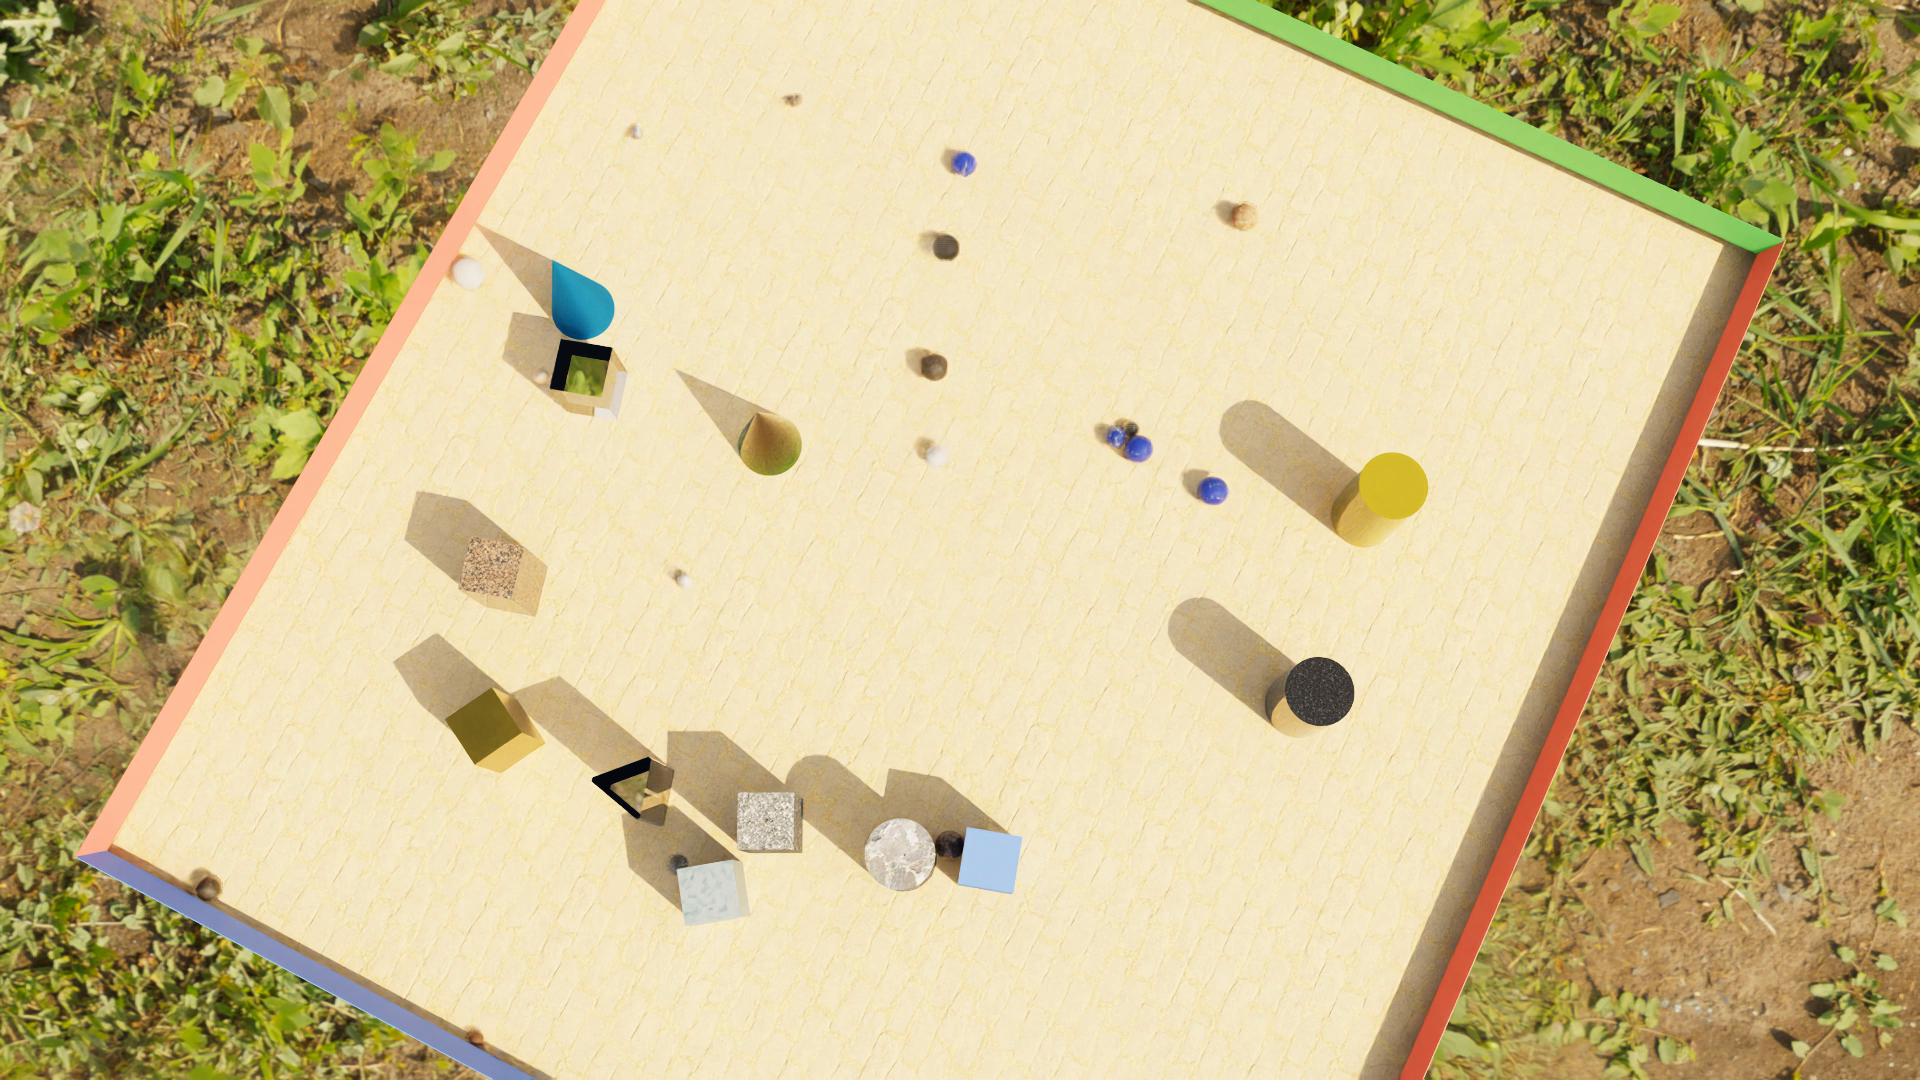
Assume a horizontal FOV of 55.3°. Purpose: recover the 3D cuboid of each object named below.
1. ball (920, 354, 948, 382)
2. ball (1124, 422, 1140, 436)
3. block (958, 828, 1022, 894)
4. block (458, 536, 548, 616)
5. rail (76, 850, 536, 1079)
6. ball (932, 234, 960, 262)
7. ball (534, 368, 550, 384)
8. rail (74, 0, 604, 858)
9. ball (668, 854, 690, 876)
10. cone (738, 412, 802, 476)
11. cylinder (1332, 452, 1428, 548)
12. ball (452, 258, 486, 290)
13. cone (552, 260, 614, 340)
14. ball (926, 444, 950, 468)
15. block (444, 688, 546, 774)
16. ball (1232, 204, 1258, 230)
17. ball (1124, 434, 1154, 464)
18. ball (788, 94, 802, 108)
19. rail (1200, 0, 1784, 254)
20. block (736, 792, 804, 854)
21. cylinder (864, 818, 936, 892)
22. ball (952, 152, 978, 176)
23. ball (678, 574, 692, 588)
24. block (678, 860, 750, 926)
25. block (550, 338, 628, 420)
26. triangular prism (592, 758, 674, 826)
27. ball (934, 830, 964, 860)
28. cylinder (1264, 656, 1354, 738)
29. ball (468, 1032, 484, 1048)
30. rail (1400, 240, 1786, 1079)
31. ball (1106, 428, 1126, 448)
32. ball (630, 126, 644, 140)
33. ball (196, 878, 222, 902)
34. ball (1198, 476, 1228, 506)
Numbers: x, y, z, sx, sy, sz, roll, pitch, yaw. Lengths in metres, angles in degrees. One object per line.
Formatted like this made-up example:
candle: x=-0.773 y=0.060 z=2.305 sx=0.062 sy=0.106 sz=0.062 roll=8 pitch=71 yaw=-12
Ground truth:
ball: x=-0.079 y=-0.535 z=5.683 sx=0.087 sy=0.087 sz=0.087 roll=0 pitch=78 yaw=0
ball: x=0.530 y=-0.342 z=5.663 sx=0.048 sy=0.048 sz=0.048 roll=0 pitch=78 yaw=0
block: x=0.085 y=0.927 z=5.281 sx=0.158 sy=0.282 sz=0.158 roll=9 pitch=78 yaw=2
block: x=-1.351 y=0.112 z=5.434 sx=0.158 sy=0.313 sz=0.158 roll=11 pitch=79 yaw=2
rail: x=-0.878 y=1.726 z=5.193 sx=3.735 sy=0.129 sz=0.045 roll=26 pitch=80 yaw=5
ball: x=-0.043 y=-0.918 z=5.762 sx=0.089 sy=0.089 sz=0.089 roll=0 pitch=78 yaw=0
ball: x=-1.301 y=-0.510 z=5.698 sx=0.048 sy=0.048 sz=0.048 roll=0 pitch=78 yaw=0
rail: x=-1.649 y=-0.801 z=5.716 sx=0.045 sy=0.129 sz=3.973 roll=26 pitch=80 yaw=5
ball: x=-0.828 y=0.956 z=5.387 sx=0.062 sy=0.062 sz=0.062 roll=0 pitch=78 yaw=0
cone: x=-0.588 y=-0.333 z=5.493 sx=0.198 sy=0.376 sz=0.198 roll=0 pitch=78 yaw=0
cylinder: x=1.239 y=-0.114 z=5.434 sx=0.198 sy=0.405 sz=0.198 roll=0 pitch=78 yaw=0
ball: x=-1.538 y=-0.835 z=5.739 sx=0.099 sy=0.099 sz=0.099 roll=0 pitch=78 yaw=0
cone: x=-1.185 y=-0.770 z=5.547 sx=0.198 sy=0.449 sz=0.198 roll=0 pitch=78 yaw=0
ball: x=-0.068 y=-0.259 z=5.634 sx=0.072 sy=0.072 sz=0.072 roll=0 pitch=78 yaw=0
block: x=-1.351 y=0.558 z=5.344 sx=0.158 sy=0.308 sz=0.158 roll=-35 pitch=80 yaw=-7
ball: x=0.898 y=-1.018 z=5.784 sx=0.084 sy=0.084 sz=0.084 roll=0 pitch=78 yaw=0
ball: x=0.551 y=-0.279 z=5.629 sx=0.088 sy=0.088 sz=0.088 roll=0 pitch=78 yaw=0
ball: x=-0.531 y=-1.410 z=5.887 sx=0.041 sy=0.041 sz=0.041 roll=0 pitch=78 yaw=0
rail: x=0.878 y=-1.712 z=5.904 sx=3.735 sy=0.129 sz=0.045 roll=26 pitch=80 yaw=5
block: x=-0.546 y=0.819 z=5.291 sx=0.158 sy=0.305 sz=0.158 roll=0 pitch=78 yaw=0
cylinder: x=-0.168 y=0.909 z=5.271 sx=0.198 sy=0.309 sz=0.198 roll=0 pitch=78 yaw=0
ball: x=0.015 y=-1.195 z=5.824 sx=0.079 sy=0.079 sz=0.079 roll=0 pitch=78 yaw=0
ball: x=-0.837 y=0.124 z=5.569 sx=0.043 sy=0.043 sz=0.043 roll=0 pitch=78 yaw=0
block: x=-0.707 y=1.017 z=5.278 sx=0.158 sy=0.252 sz=0.158 roll=-10 pitch=78 yaw=-2
block: x=-1.129 y=-0.486 z=5.586 sx=0.158 sy=0.258 sz=0.158 roll=10 pitch=78 yaw=2
triangular prism: x=-0.903 y=0.699 z=5.258 sx=0.171 sy=0.419 sz=0.148 roll=39 pitch=81 yaw=7
ball: x=-0.031 y=0.897 z=5.387 sx=0.086 sy=0.086 sz=0.086 roll=0 pitch=78 yaw=0
cylinder: x=1.016 y=0.463 z=5.344 sx=0.198 sy=0.346 sz=0.198 roll=0 pitch=78 yaw=0
ball: x=-1.398 y=1.445 z=5.294 sx=0.047 sy=0.047 sz=0.047 roll=0 pitch=78 yaw=0
rail: x=1.649 y=0.814 z=5.381 sx=0.045 sy=0.129 sz=3.973 roll=26 pitch=80 yaw=5
ball: x=0.480 y=-0.314 z=5.649 sx=0.064 sy=0.064 sz=0.064 roll=0 pitch=78 yaw=0
ball: x=-1.035 y=-1.303 z=5.864 sx=0.045 sy=0.045 sz=0.045 roll=0 pitch=78 yaw=0
ball: x=-2.201 y=1.023 z=5.370 sx=0.069 sy=0.069 sz=0.069 roll=0 pitch=78 yaw=0
ball: x=0.776 y=-0.150 z=5.601 sx=0.092 sy=0.092 sz=0.092 roll=0 pitch=78 yaw=0
